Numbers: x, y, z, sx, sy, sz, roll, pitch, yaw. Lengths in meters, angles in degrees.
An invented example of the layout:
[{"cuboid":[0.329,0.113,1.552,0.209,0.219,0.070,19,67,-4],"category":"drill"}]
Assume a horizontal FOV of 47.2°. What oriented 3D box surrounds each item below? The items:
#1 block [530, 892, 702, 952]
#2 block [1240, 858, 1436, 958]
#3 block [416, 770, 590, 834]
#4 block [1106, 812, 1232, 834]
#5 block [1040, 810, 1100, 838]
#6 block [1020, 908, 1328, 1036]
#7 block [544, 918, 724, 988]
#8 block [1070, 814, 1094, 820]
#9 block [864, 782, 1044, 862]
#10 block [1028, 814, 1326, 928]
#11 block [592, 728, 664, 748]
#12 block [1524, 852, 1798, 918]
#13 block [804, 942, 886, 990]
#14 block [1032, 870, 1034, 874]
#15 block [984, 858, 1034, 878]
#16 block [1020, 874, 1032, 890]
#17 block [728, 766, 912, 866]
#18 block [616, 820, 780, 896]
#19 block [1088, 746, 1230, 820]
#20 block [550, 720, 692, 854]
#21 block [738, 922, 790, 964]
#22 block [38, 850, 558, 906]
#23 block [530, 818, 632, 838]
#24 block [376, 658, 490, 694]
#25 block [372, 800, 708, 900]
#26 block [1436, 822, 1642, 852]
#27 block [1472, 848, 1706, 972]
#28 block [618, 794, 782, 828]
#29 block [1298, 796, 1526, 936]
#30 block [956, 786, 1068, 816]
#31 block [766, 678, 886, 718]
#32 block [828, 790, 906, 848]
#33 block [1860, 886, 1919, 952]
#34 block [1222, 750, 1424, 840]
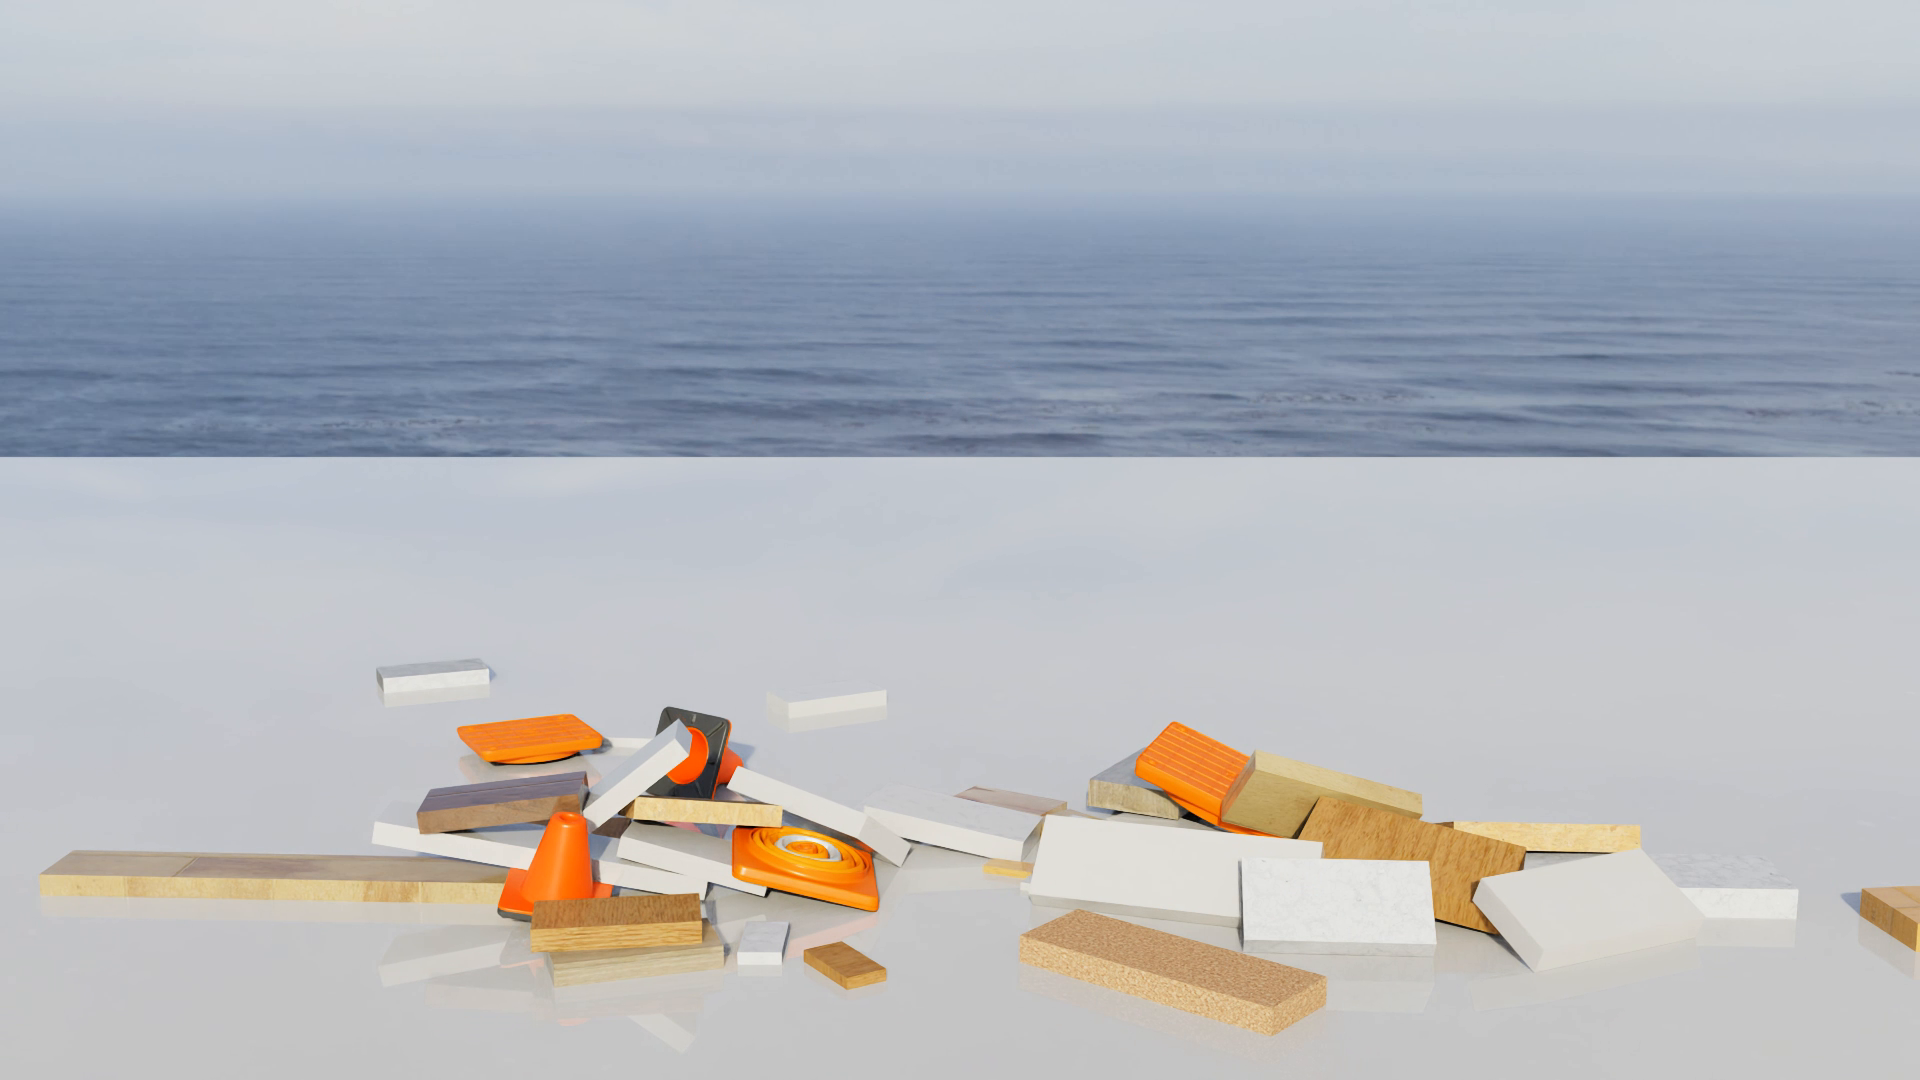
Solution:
[{"cuboid":[-0.527,0.588,3.383,0.256,0.036,0.128,-2,11,-8],"category":"block"},{"cuboid":[0.586,0.571,3.426,0.292,0.041,0.146,1,51,4],"category":"block"},{"cuboid":[-0.753,0.433,3.636,0.262,0.037,0.131,-6,11,-2],"category":"block"},{"cuboid":[0.425,0.535,3.888,0.099,0.028,0.360,-10,14,-43],"category":"block"},{"cuboid":[0.229,0.527,3.934,0.099,0.028,0.197,-9,14,-40],"category":"block"},{"cuboid":[0.312,0.640,3.281,0.448,0.043,0.152,9,13,39],"category":"block"},{"cuboid":[-0.500,0.629,3.360,0.256,0.036,0.128,-3,11,-17],"category":"block"},{"cuboid":[0.251,0.526,3.817,0.143,0.072,0.020,7,13,35],"category":"block"},{"cuboid":[-0.012,0.502,3.913,0.292,0.041,0.146,11,13,14],"category":"block"},{"cuboid":[0.350,0.542,3.567,0.460,0.041,0.146,3,56,18],"category":"block"},{"cuboid":[-0.683,0.412,4.574,0.151,0.019,0.068,1,11,6],"category":"block"},{"cuboid":[0.989,0.569,3.650,0.734,0.049,0.173,1,11,3],"category":"block"},{"cuboid":[-0.175,0.643,3.329,0.068,0.019,0.135,-7,12,-32],"category":"block"},{"cuboid":[0.173,0.566,3.710,0.090,0.013,0.045,4,-14,26],"category":"block"},{"cuboid":[0.090,0.564,3.774,0.090,0.013,0.045,5,11,23],"category":"block"},{"cuboid":[0.151,0.580,3.689,0.090,0.013,0.045,5,12,25],"category":"block"},{"cuboid":[-0.247,0.482,3.835,0.303,0.043,0.152,15,-18,36],"category":"block"},{"cuboid":[-0.435,0.527,3.673,0.252,0.036,0.126,15,9,1],"category":"block"},{"cuboid":[0.379,0.457,4.155,0.173,0.049,0.346,7,7,21],"category":"block"},{"cuboid":[-0.563,0.409,3.668,0.262,0.037,0.131,-38,11,2],"category":"block"},{"cuboid":[-0.305,0.626,3.421,0.068,0.019,0.135,0,11,1],"category":"block"},{"cuboid":[-1.107,0.567,3.696,0.842,0.036,0.128,1,11,3],"category":"block"},{"cuboid":[-0.716,0.529,3.899,0.252,0.036,0.126,0,11,-2],"category":"block"},{"cuboid":[-1.217,0.312,5.074,0.238,0.034,0.119,-4,11,-22],"category":"block"},{"cuboid":[-0.691,0.517,3.673,0.550,0.037,0.131,10,9,-3],"category":"block"},{"cuboid":[0.977,0.512,3.771,0.326,0.046,0.163,2,-9,-7],"category":"block"},{"cuboid":[0.985,0.576,3.442,0.326,0.046,0.163,-5,36,-26],"category":"block"},{"cuboid":[-0.440,0.457,3.715,0.252,0.036,0.126,6,-6,-20],"category":"block"},{"cuboid":[0.728,0.526,3.580,0.346,0.049,0.173,13,33,22],"category":"block"},{"cuboid":[0.089,0.497,4.093,0.197,0.028,0.099,7,12,32],"category":"block"},{"cuboid":[-0.295,0.350,4.870,0.238,0.034,0.119,-6,12,-28],"category":"block"},{"cuboid":[-0.140,0.511,4.003,0.119,0.034,0.238,4,11,19],"category":"block"},{"cuboid":[1.632,0.597,3.505,0.326,0.046,0.163,-1,11,-8],"category":"block"},{"cuboid":[0.617,0.457,3.755,0.303,0.152,0.043,16,44,-9],"category":"block"}]
